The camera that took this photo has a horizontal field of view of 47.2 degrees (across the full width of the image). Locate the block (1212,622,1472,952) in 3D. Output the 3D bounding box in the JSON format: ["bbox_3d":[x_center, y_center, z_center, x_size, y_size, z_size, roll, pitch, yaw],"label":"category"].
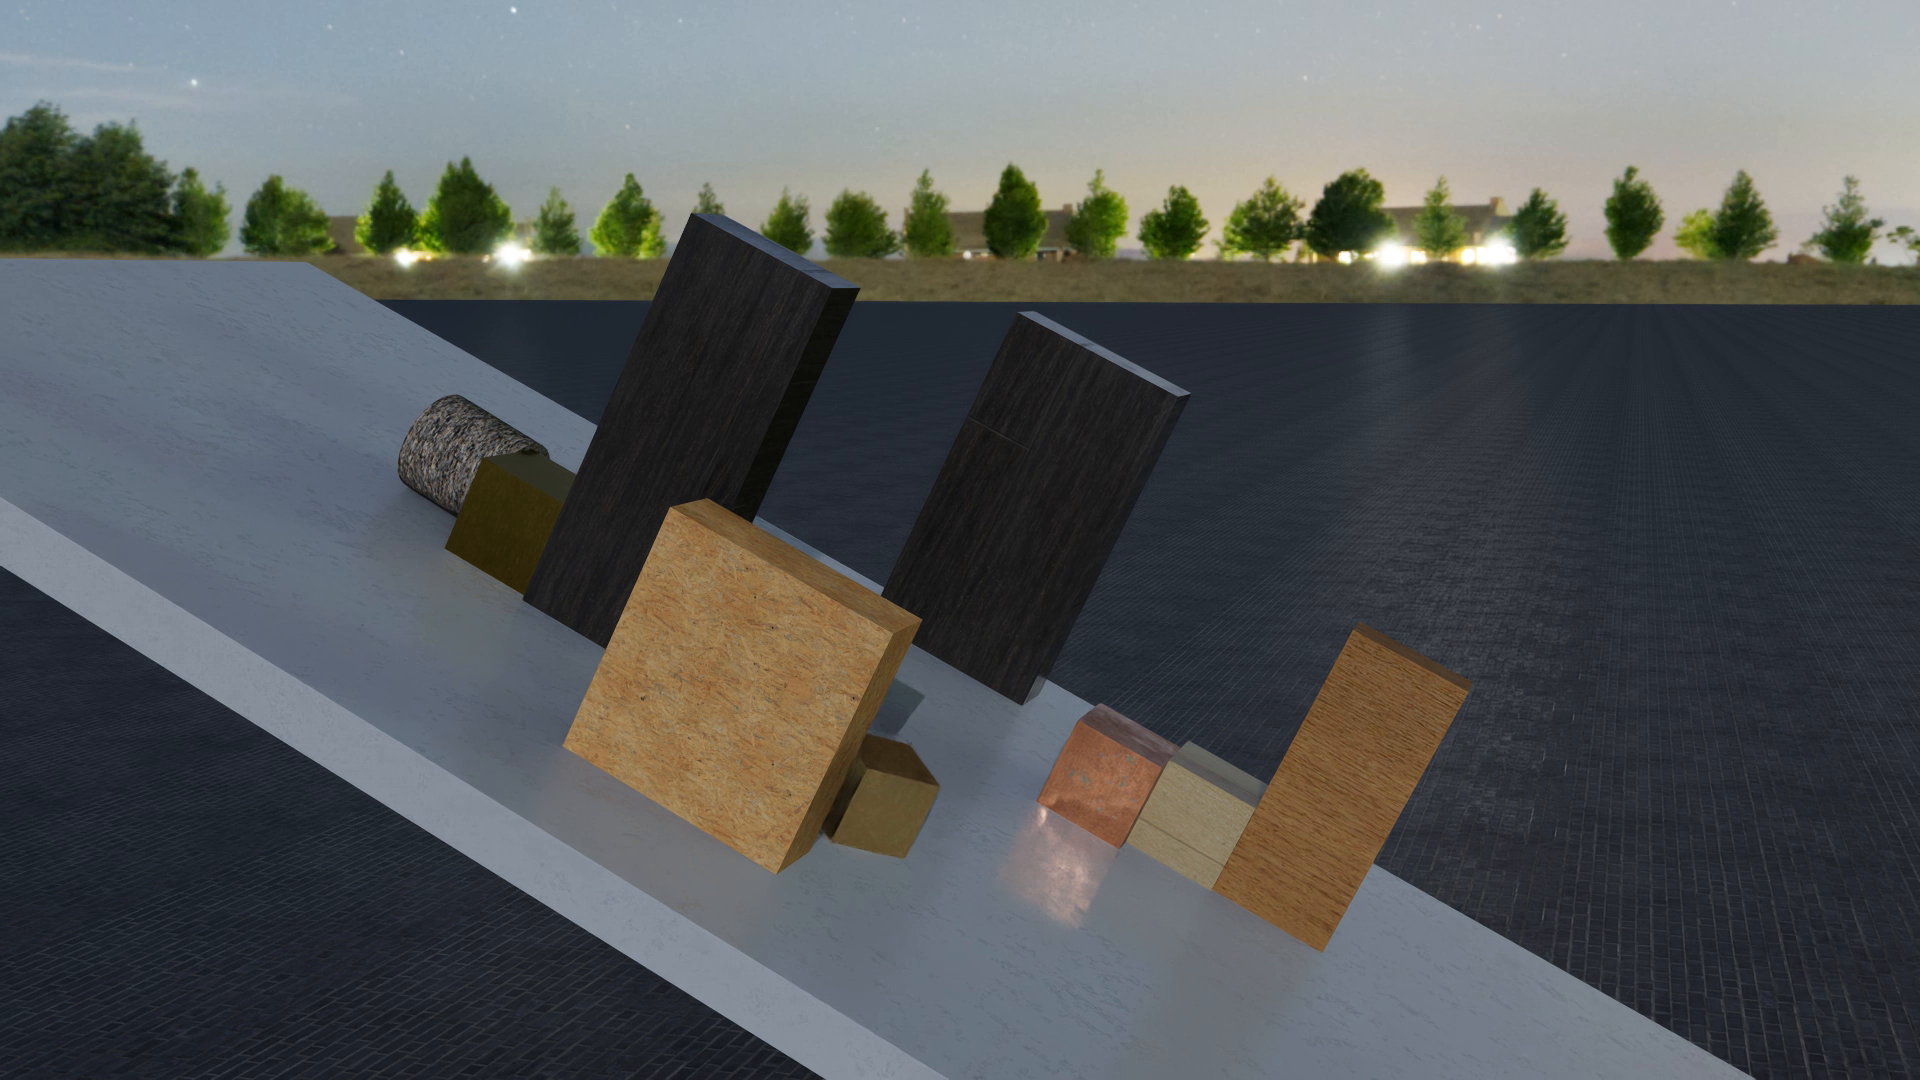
[{"bbox_3d":[0.732,0.474,4.223,0.240,0.584,0.105,29,14,12],"label":"block"}]

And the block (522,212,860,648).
[{"bbox_3d":[-0.491,-0.170,3.981,0.294,0.782,0.144,29,14,12],"label":"block"}]

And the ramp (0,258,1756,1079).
[{"bbox_3d":[-0.243,0.408,4.159,4.000,0.100,2.000,29,14,12],"label":"ramp"}]

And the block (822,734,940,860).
[{"bbox_3d":[-0.151,0.428,3.728,0.146,0.146,0.146,18,16,-30],"label":"block"}]

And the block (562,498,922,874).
[{"bbox_3d":[-0.348,0.228,3.499,0.409,0.437,0.144,29,14,12],"label":"block"}]

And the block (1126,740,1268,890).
[{"bbox_3d":[0.473,0.541,4.343,0.189,0.189,0.189,29,14,12],"label":"block"}]

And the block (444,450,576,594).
[{"bbox_3d":[-0.810,-0.034,4.148,0.192,0.192,0.192,29,14,12],"label":"block"}]

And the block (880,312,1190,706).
[{"bbox_3d":[0.149,-0.070,4.813,0.394,0.759,0.140,29,14,12],"label":"block"}]

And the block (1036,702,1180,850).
[{"bbox_3d":[0.294,0.461,4.326,0.185,0.185,0.185,29,14,12],"label":"block"}]

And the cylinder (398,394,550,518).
[{"bbox_3d":[-0.946,-0.145,4.287,0.206,0.206,0.206,30,17,17],"label":"cylinder"}]
